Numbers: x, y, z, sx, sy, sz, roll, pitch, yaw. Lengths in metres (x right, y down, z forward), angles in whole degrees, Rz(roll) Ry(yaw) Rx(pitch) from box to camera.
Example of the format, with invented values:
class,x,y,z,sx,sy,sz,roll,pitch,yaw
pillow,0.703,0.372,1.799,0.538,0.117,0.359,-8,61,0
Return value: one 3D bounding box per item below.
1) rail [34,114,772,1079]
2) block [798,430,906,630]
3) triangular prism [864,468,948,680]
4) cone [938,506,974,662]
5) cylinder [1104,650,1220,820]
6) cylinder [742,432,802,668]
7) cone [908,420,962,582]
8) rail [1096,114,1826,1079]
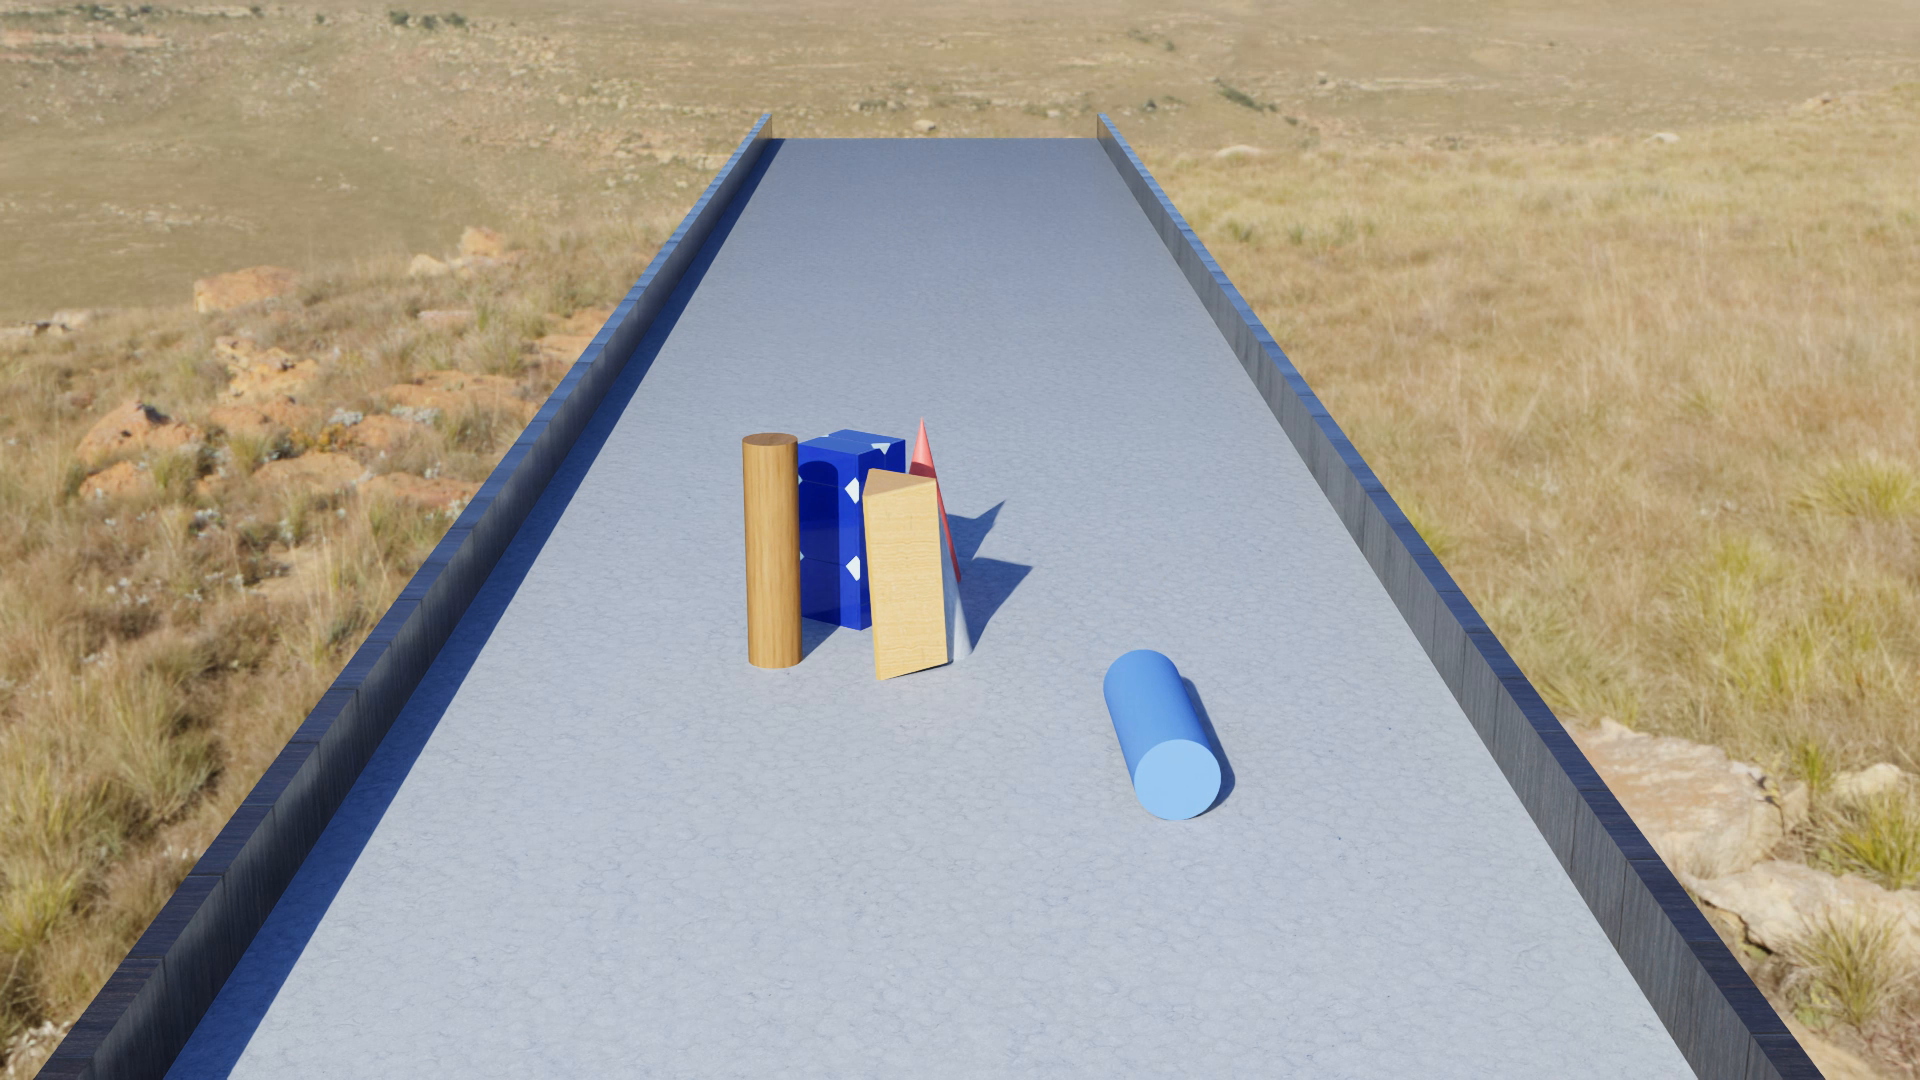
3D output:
class,x,y,z,sx,sy,sz,roll,pitch,yaw
rail,-1.118,-0.838,7.780,0.050,0.150,12.000,0,17,-1
block,-0.226,-0.024,4.642,0.161,0.379,0.161,11,20,34
triangular prism,-0.133,0.059,4.321,0.153,0.385,0.133,-14,24,-24
cone,-0.046,0.069,4.426,0.146,0.323,0.146,0,17,0
cylinder,0.348,0.334,3.852,0.145,0.145,0.446,-1,17,-3
cylinder,-0.371,0.022,4.353,0.108,0.456,0.108,0,17,0
cone,-0.083,-0.093,4.886,0.173,0.373,0.173,0,17,0
rail,0.932,-0.844,7.801,0.050,0.150,12.000,0,17,-1
